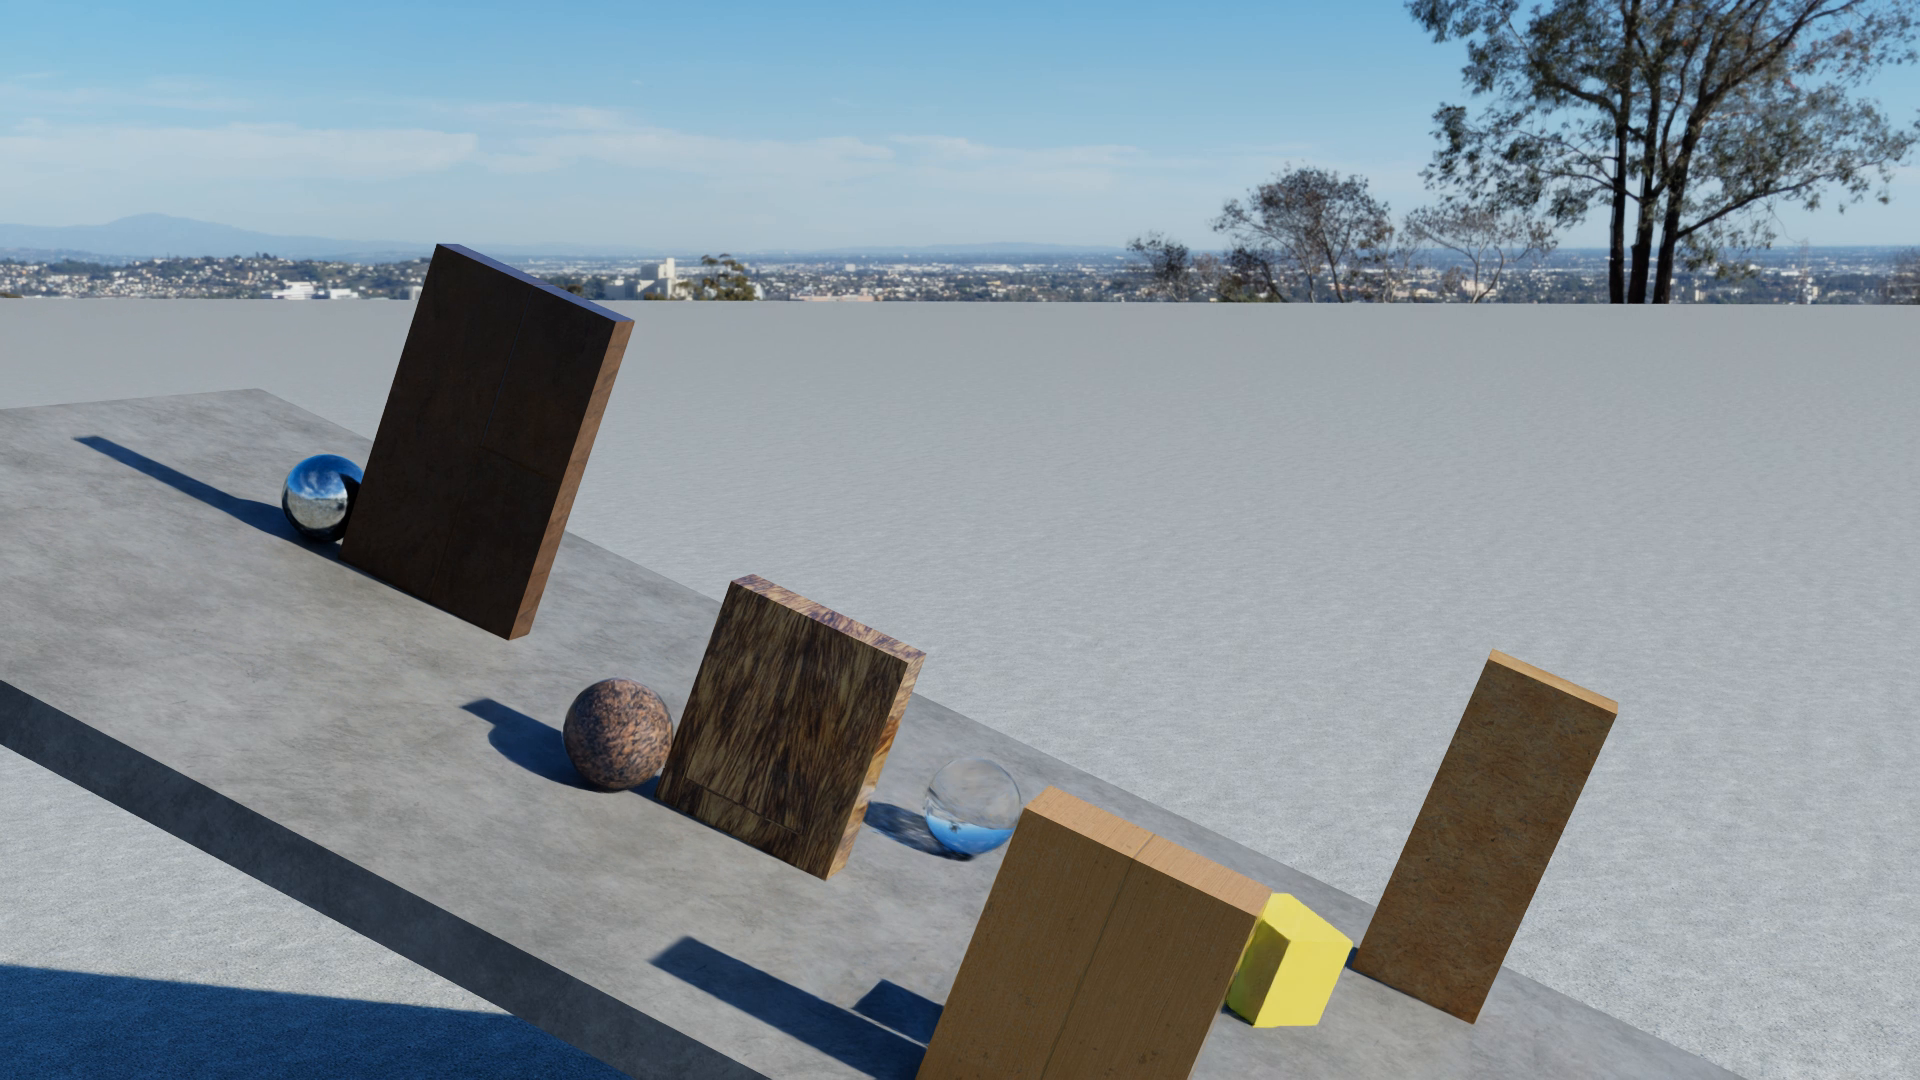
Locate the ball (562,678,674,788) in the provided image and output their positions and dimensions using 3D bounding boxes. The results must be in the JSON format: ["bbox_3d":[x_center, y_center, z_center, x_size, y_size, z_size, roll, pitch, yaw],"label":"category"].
[{"bbox_3d":[-0.614,0.345,3.952,0.197,0.197,0.197,0,7,0],"label":"ball"}]

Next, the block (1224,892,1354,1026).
[{"bbox_3d":[0.580,0.779,4.092,0.179,0.179,0.179,10,17,-40],"label":"block"}]

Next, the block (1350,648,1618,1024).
[{"bbox_3d":[1.053,0.596,4.425,0.265,0.697,0.127,24,13,13],"label":"block"}]

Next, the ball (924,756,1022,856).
[{"bbox_3d":[0.025,0.517,4.272,0.190,0.190,0.190,0,7,0],"label":"ball"}]

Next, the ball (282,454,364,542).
[{"bbox_3d":[-1.335,-0.089,4.639,0.186,0.186,0.186,0,7,0],"label":"ball"}]

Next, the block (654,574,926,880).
[{"bbox_3d":[-0.308,0.334,3.952,0.356,0.431,0.102,24,13,13],"label":"block"}]

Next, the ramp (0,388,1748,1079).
[{"bbox_3d":[-0.315,0.563,4.200,4.000,0.100,2.000,24,13,13],"label":"ramp"}]

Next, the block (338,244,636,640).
[{"bbox_3d":[-0.976,-0.201,4.506,0.424,0.699,0.087,24,13,13],"label":"block"}]

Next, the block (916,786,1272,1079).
[{"bbox_3d":[0.195,0.667,3.262,0.366,0.474,0.146,24,13,13],"label":"block"}]
